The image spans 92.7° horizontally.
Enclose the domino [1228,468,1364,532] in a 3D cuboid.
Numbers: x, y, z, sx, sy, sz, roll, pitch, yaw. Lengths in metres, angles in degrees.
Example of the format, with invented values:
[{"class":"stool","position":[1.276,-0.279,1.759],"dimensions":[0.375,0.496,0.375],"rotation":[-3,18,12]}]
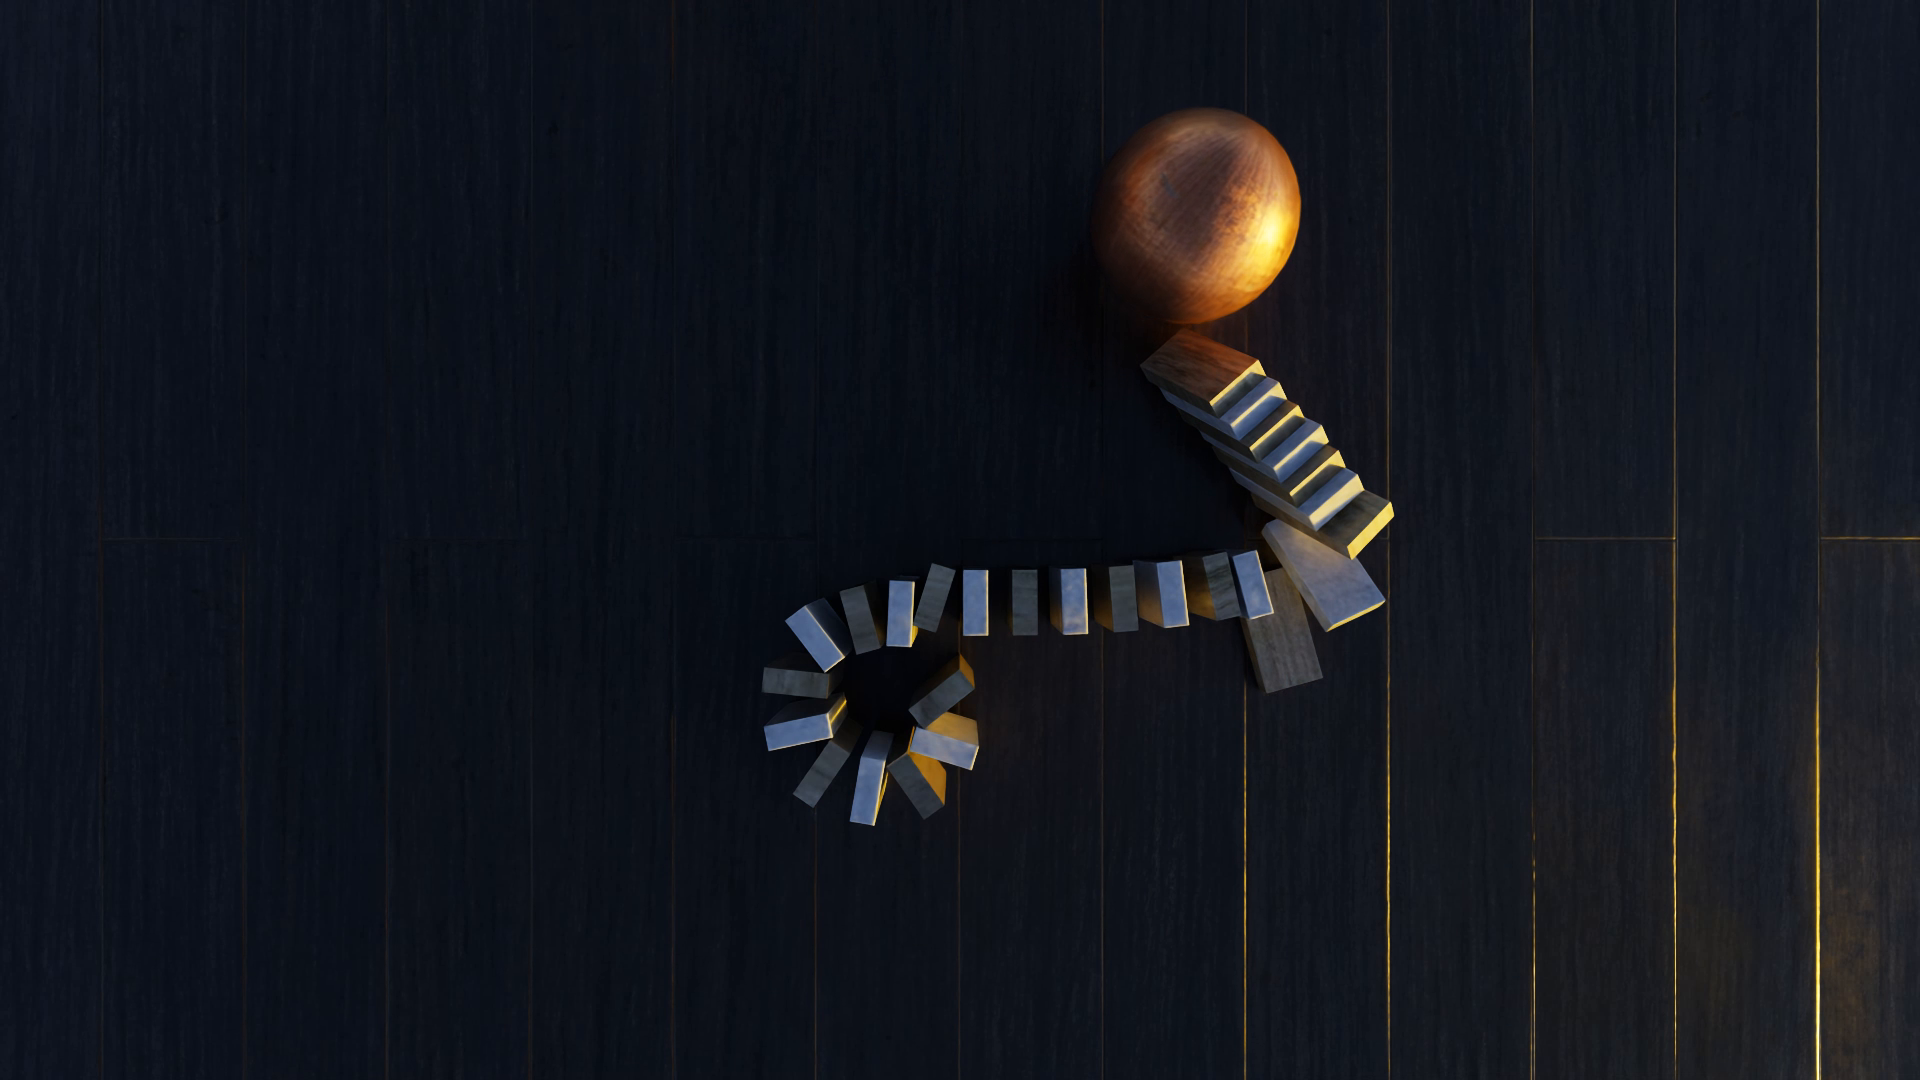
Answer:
[{"class":"domino","position":[0.137,-0.025,0.377],"dimensions":[0.025,0.050,0.010],"rotation":[-41,126,0]}]

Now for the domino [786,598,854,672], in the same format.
[{"class":"domino","position":[-0.056,0.038,0.375],"dimensions":[0.009,0.050,0.025],"rotation":[-38,90,0]}]

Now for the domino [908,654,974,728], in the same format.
[{"class":"domino","position":[-0.007,0.061,0.375],"dimensions":[0.025,0.050,0.009],"rotation":[-38,90,0]}]

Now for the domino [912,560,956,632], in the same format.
[{"class":"domino","position":[-0.010,0.022,0.375],"dimensions":[0.009,0.050,0.025],"rotation":[18,90,0]}]

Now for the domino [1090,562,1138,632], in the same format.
[{"class":"domino","position":[0.063,0.022,0.375],"dimensions":[0.009,0.050,0.025],"rotation":[-4,90,0]}]

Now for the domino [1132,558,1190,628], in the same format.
[{"class":"domino","position":[0.081,0.021,0.375],"dimensions":[0.009,0.050,0.025],"rotation":[-7,90,0]}]

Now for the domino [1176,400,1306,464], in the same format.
[{"class":"domino","position":[0.114,-0.052,0.377],"dimensions":[0.025,0.050,0.009],"rotation":[-41,126,0]}]

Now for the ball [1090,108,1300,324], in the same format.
[{"class":"ball","position":[0.091,-0.126,0.360],"dimensions":[0.080,0.080,0.080],"rotation":[0,90,0]}]

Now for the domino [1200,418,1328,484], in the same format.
[{"class":"domino","position":[0.123,-0.044,0.377],"dimensions":[0.025,0.050,0.009],"rotation":[-41,126,0]}]

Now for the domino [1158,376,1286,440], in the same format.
[{"class":"domino","position":[0.107,-0.061,0.377],"dimensions":[0.025,0.050,0.009],"rotation":[-41,126,0]}]

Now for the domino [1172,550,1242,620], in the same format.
[{"class":"domino","position":[0.100,0.018,0.375],"dimensions":[0.010,0.050,0.025],"rotation":[-13,90,0]}]

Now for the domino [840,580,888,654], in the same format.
[{"class":"domino","position":[-0.038,0.031,0.375],"dimensions":[0.010,0.050,0.025],"rotation":[-15,90,0]}]

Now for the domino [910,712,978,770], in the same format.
[{"class":"domino","position":[-0.006,0.080,0.375],"dimensions":[0.025,0.050,0.009],"rotation":[17,90,0]}]

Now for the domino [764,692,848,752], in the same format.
[{"class":"domino","position":[-0.062,0.073,0.375],"dimensions":[0.025,0.050,0.009],"rotation":[-12,90,0]}]

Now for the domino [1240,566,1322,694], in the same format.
[{"class":"domino","position":[0.136,0.038,0.395],"dimensions":[0.025,0.010,0.050],"rotation":[-15,90,0]}]

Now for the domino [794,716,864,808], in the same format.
[{"class":"domino","position":[-0.053,0.089,0.375],"dimensions":[0.009,0.050,0.025],"rotation":[35,90,0]}]

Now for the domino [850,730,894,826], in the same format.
[{"class":"domino","position":[-0.035,0.096,0.375],"dimensions":[0.009,0.050,0.025],"rotation":[10,90,0]}]

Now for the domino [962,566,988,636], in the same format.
[{"class":"domino","position":[0.006,0.024,0.375],"dimensions":[0.010,0.050,0.025],"rotation":[0,90,0]}]

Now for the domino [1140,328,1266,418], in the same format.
[{"class":"domino","position":[0.099,-0.070,0.377],"dimensions":[0.025,0.050,0.009],"rotation":[-41,126,0]}]

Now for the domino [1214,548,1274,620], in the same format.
[{"class":"domino","position":[0.112,0.017,0.375],"dimensions":[0.010,0.050,0.025],"rotation":[-15,90,0]}]

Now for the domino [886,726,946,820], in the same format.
[{"class":"domino","position":[-0.017,0.094,0.375],"dimensions":[0.009,0.050,0.025],"rotation":[-35,90,0]}]

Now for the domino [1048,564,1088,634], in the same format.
[{"class":"domino","position":[0.044,0.024,0.375],"dimensions":[0.010,0.050,0.025],"rotation":[-2,90,0]}]

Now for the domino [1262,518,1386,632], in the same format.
[{"class":"domino","position":[0.152,0.011,0.385],"dimensions":[0.025,0.009,0.050],"rotation":[-24,67,-6]}]

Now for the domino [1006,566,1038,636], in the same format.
[{"class":"domino","position":[0.025,0.024,0.375],"dimensions":[0.010,0.050,0.025],"rotation":[-1,90,0]}]

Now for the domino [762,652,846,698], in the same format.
[{"class":"domino","position":[-0.063,0.055,0.375],"dimensions":[0.025,0.050,0.010],"rotation":[6,90,0]}]

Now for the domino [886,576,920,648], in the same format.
[{"class":"domino","position":[-0.023,0.028,0.375],"dimensions":[0.009,0.050,0.025],"rotation":[3,90,0]}]

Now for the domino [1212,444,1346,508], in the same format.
[{"class":"domino","position":[0.130,-0.034,0.377],"dimensions":[0.025,0.050,0.009],"rotation":[-41,126,0]}]

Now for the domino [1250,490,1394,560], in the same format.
[{"class":"domino","position":[0.148,-0.015,0.378],"dimensions":[0.025,0.050,0.009],"rotation":[-44,134,-5]}]
